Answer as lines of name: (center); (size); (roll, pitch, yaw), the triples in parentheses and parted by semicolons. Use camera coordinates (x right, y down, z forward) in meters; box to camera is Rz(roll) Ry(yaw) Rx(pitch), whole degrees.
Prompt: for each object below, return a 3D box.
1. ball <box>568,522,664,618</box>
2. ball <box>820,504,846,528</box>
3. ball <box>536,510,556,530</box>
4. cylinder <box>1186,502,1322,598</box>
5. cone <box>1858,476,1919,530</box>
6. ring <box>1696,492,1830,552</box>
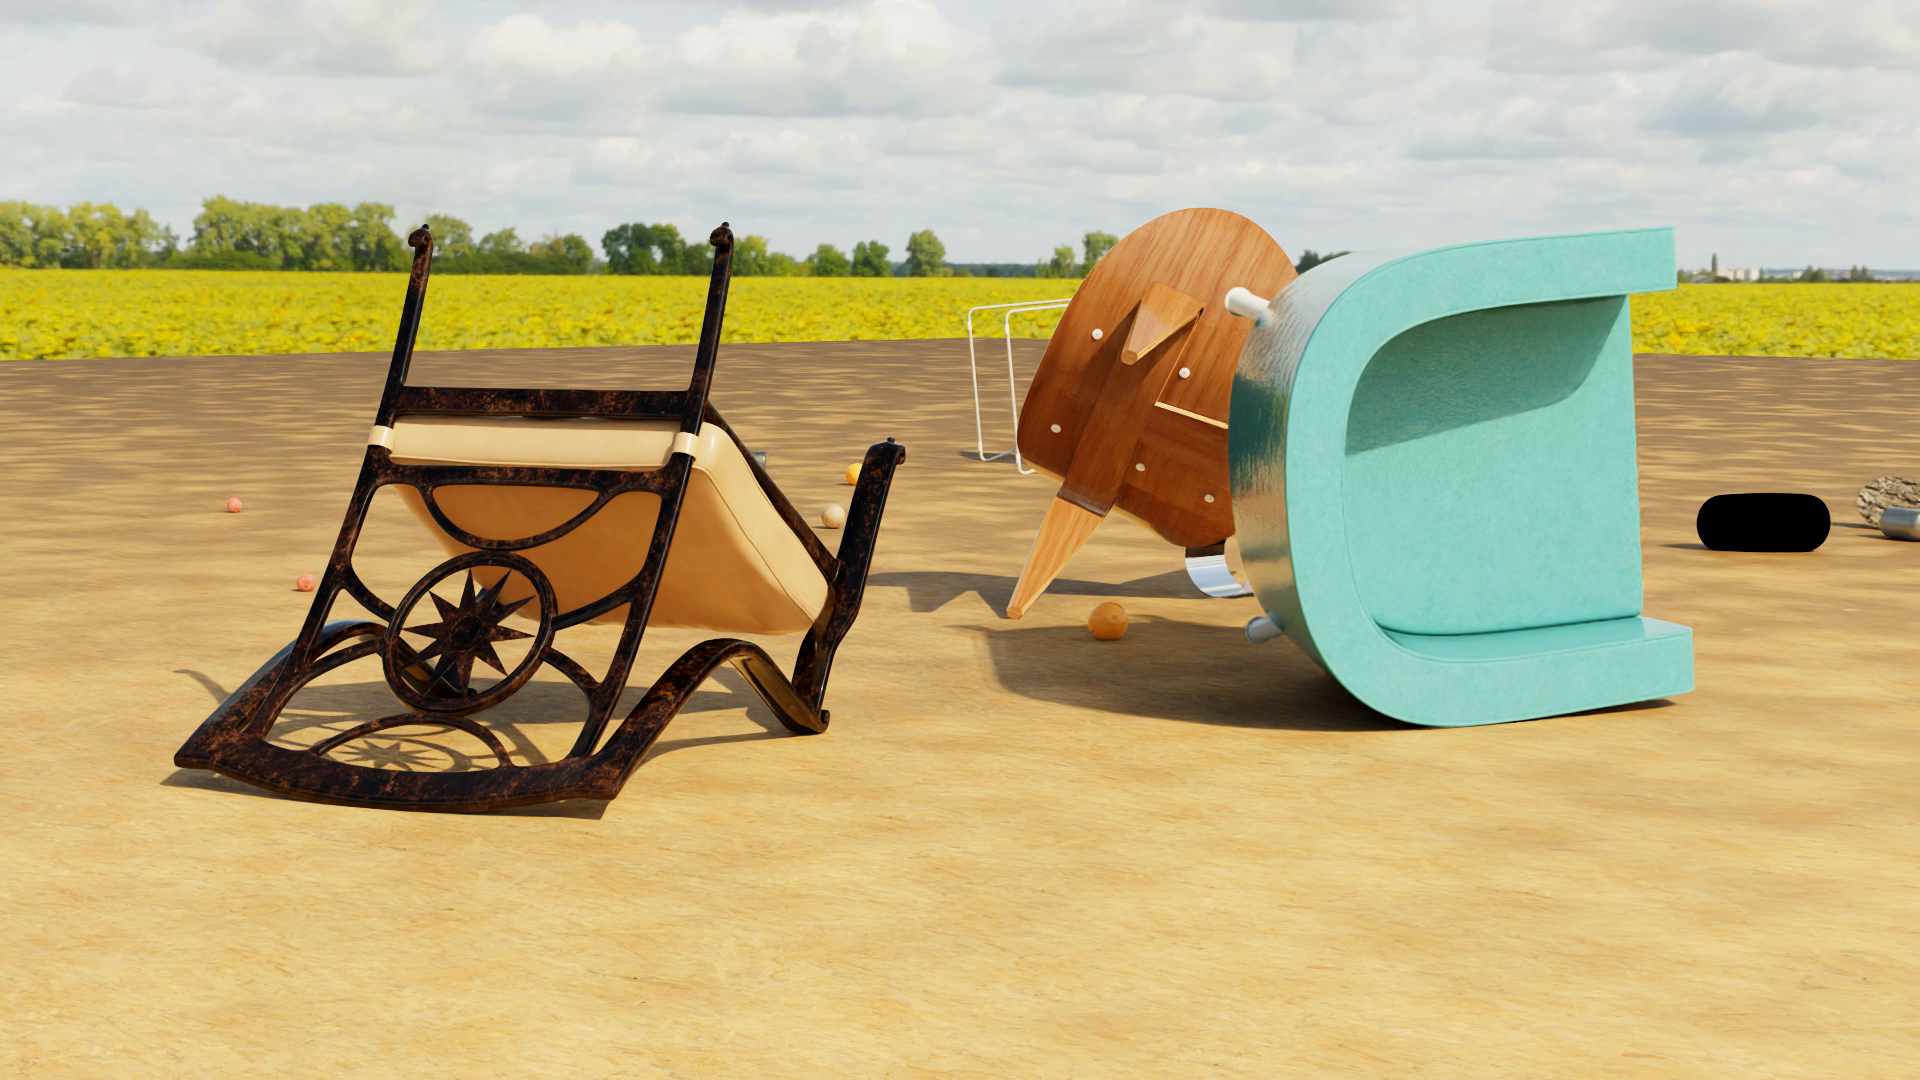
ball: (-0.665, 0.057, 4.954); (0.185, 0.185, 0.185); (0, 6, 0)
ball: (-0.331, -0.063, 6.700); (0.065, 0.065, 0.065); (0, 6, 0)
ball: (-1.074, -0.051, 6.650); (0.053, 0.053, 0.053); (0, 6, 0)
cylinder: (0.610, 0.031, 5.337); (0.220, 0.160, 0.183); (-20, 3, -32)
cone: (2.453, -0.066, 6.732); (0.185, 0.178, 0.097); (24, -26, 35)
ring: (1.931, -0.041, 6.166); (0.310, 0.134, 0.139); (0, 8, 11)
